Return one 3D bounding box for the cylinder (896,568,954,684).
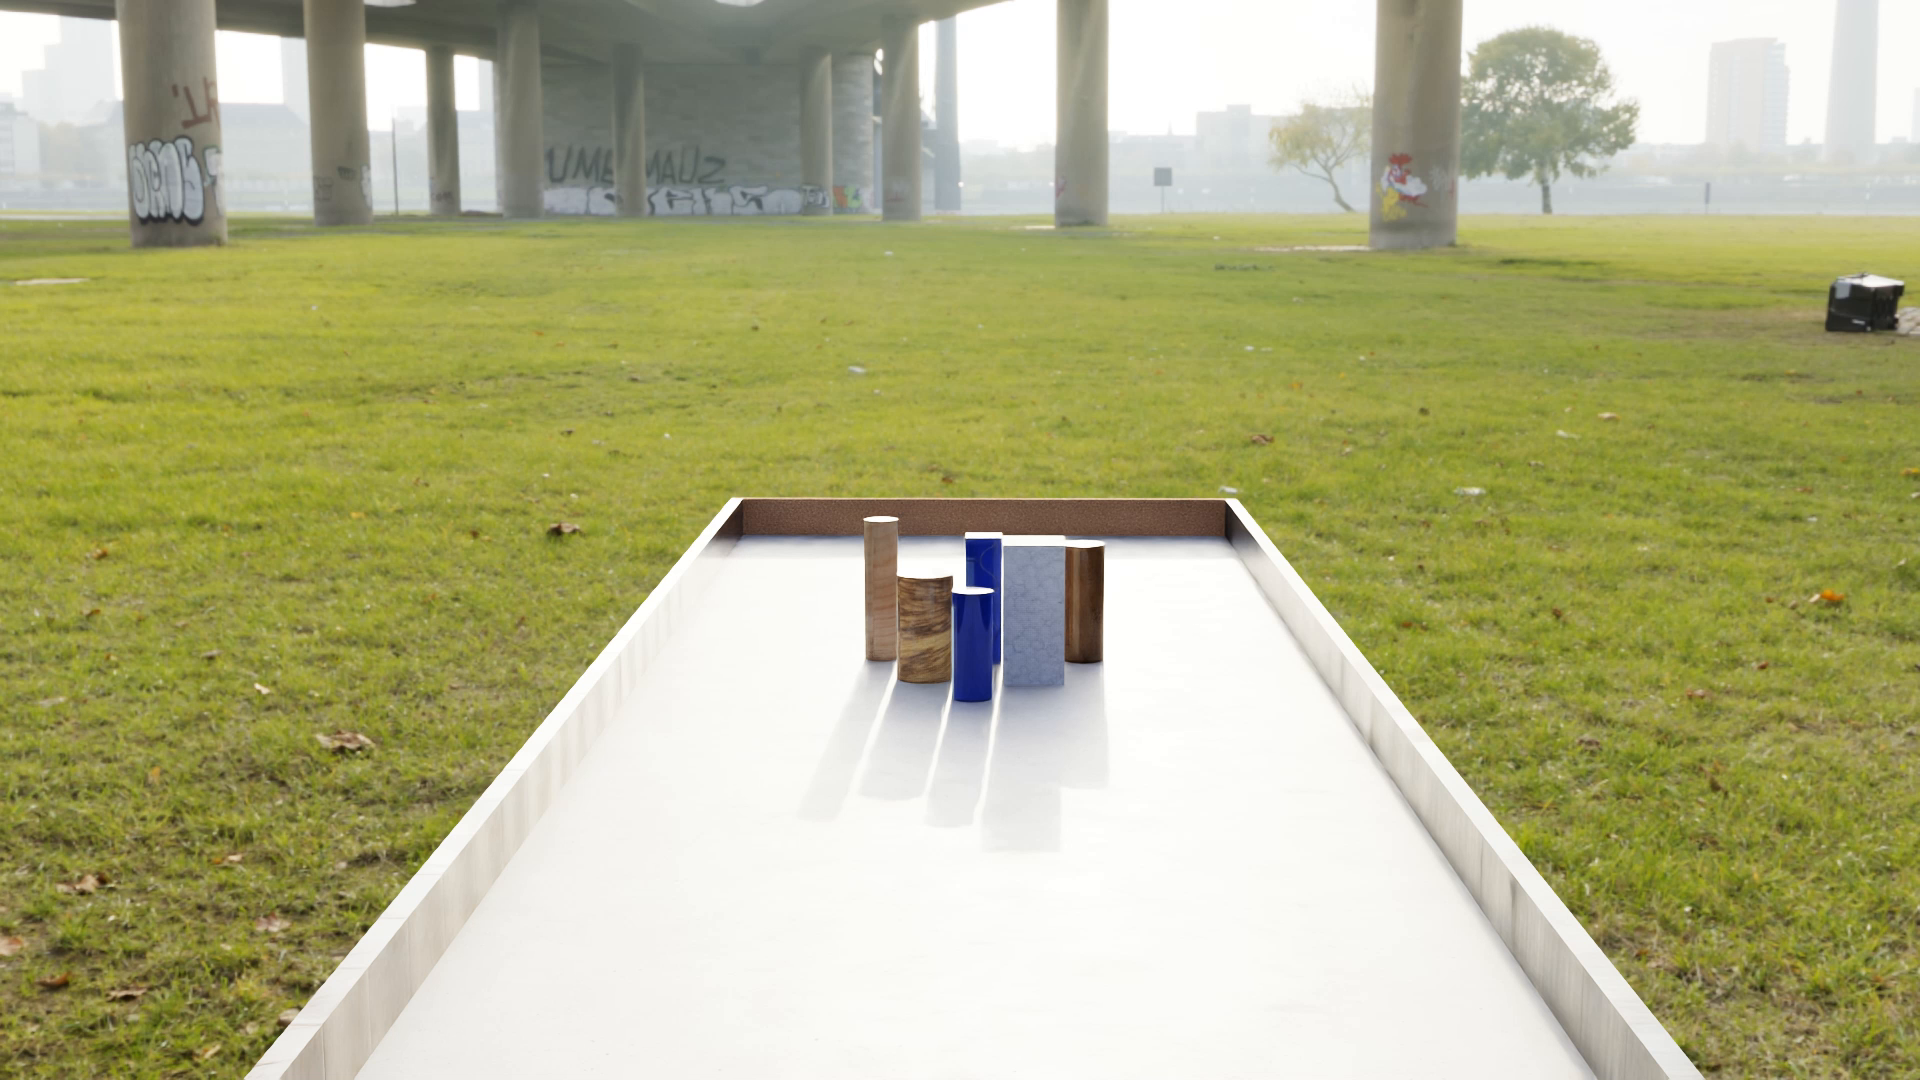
[{"bbox_3d":[-0.102,0.250,6.435,0.167,0.311,0.167,0,9,0],"label":"cylinder"}]

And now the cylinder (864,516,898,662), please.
[{"bbox_3d":[-0.240,0.149,6.698,0.102,0.430,0.102,0,9,0],"label":"cylinder"}]

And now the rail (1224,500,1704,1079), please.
[{"bbox_3d":[1.046,0.843,3.208,0.050,0.150,12.000,0,9,1],"label":"rail"}]

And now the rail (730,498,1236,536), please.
[{"bbox_3d":[0.099,-0.098,9.147,2.100,0.150,0.050,0,9,1],"label":"rail"}]

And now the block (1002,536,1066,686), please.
[{"bbox_3d":[0.215,0.203,6.420,0.179,0.409,0.179,0,9,1],"label":"block"}]

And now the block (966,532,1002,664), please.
[{"bbox_3d":[0.072,0.176,6.665,0.109,0.386,0.109,0,9,1],"label":"block"}]

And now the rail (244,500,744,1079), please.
[{"bbox_3d":[-1.004,0.839,3.234,0.050,0.150,12.000,0,9,1],"label":"rail"}]

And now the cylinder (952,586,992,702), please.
[{"bbox_3d":[0.034,0.293,6.176,0.116,0.308,0.116,0,9,0],"label":"cylinder"}]

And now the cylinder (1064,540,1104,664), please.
[{"bbox_3d":[0.374,0.187,6.686,0.128,0.357,0.128,0,9,0],"label":"cylinder"}]
